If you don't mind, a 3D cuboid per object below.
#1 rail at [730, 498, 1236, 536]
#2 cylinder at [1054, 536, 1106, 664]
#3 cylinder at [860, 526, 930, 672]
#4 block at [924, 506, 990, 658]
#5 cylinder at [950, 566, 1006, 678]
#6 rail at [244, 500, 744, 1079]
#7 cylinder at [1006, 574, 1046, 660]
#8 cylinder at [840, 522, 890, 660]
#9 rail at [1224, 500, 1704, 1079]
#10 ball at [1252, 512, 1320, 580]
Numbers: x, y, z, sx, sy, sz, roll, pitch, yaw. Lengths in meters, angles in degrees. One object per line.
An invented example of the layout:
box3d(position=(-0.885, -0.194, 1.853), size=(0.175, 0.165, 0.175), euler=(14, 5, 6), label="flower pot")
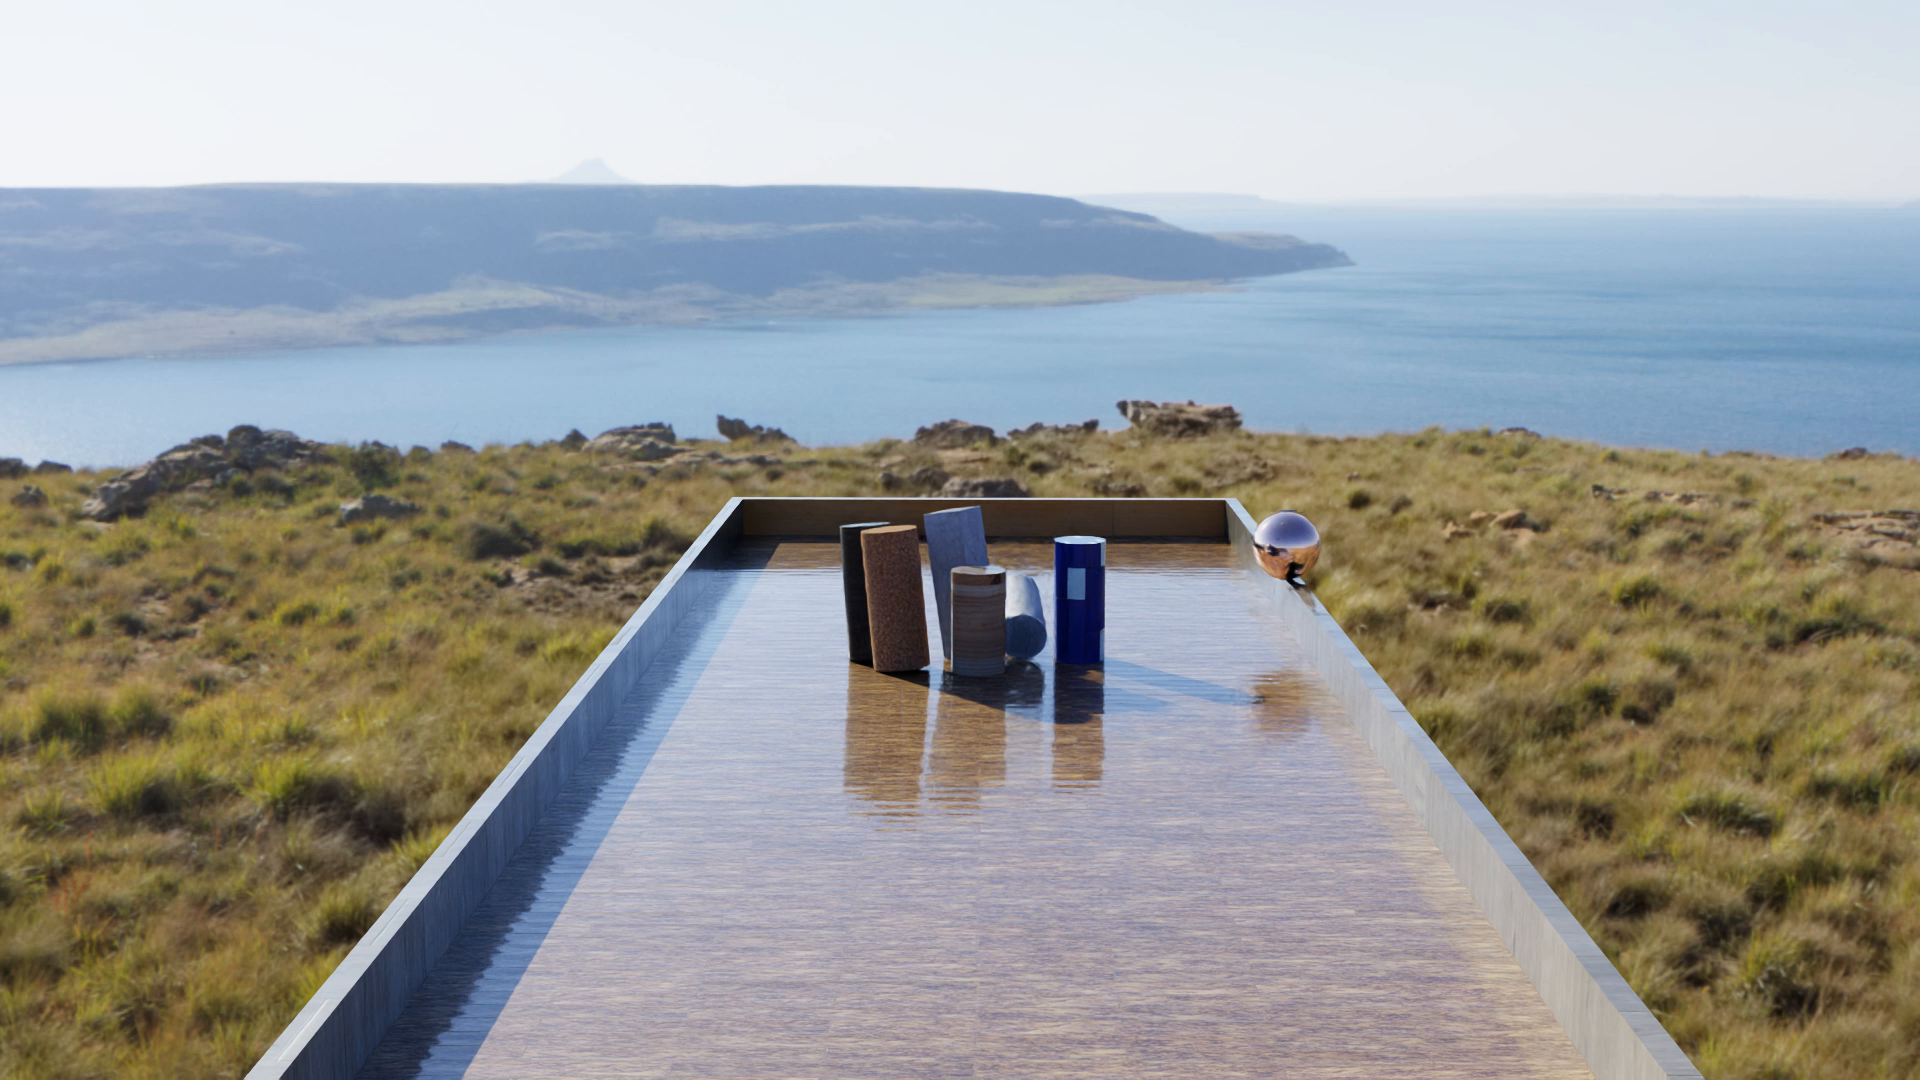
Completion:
box3d(position=(0.099, -0.098, 9.147), size=(2.100, 0.150, 0.050), euler=(0, 9, 1), label="rail")
box3d(position=(0.364, 0.181, 6.696), size=(0.156, 0.367, 0.156), euler=(0, 9, 0), label="cylinder")
box3d(position=(-0.192, 0.173, 6.550), size=(0.170, 0.414, 0.170), euler=(-5, 6, 1), label="cylinder")
box3d(position=(0.007, 0.128, 6.731), size=(0.128, 0.444, 0.128), euler=(-6, 4, 33), label="block")
box3d(position=(0.055, 0.240, 6.515), size=(0.163, 0.307, 0.163), euler=(0, 9, 0), label="cylinder")
box3d(position=(-1.004, 0.839, 3.234), size=(0.050, 0.150, 12.000), euler=(0, 9, 1), label="rail")
box3d(position=(0.189, 0.237, 6.893), size=(0.143, 0.143, 0.421), euler=(0, 16, -1), label="cylinder")
box3d(position=(-0.276, 0.155, 6.695), size=(0.154, 0.404, 0.154), euler=(-4, 4, 0), label="cylinder")
box3d(position=(1.046, 0.843, 3.208), size=(0.050, 0.150, 12.000), euler=(0, 9, 1), label="rail")
box3d(position=(1.071, 0.020, 7.216), size=(0.223, 0.223, 0.223), euler=(0, 9, 0), label="ball")
